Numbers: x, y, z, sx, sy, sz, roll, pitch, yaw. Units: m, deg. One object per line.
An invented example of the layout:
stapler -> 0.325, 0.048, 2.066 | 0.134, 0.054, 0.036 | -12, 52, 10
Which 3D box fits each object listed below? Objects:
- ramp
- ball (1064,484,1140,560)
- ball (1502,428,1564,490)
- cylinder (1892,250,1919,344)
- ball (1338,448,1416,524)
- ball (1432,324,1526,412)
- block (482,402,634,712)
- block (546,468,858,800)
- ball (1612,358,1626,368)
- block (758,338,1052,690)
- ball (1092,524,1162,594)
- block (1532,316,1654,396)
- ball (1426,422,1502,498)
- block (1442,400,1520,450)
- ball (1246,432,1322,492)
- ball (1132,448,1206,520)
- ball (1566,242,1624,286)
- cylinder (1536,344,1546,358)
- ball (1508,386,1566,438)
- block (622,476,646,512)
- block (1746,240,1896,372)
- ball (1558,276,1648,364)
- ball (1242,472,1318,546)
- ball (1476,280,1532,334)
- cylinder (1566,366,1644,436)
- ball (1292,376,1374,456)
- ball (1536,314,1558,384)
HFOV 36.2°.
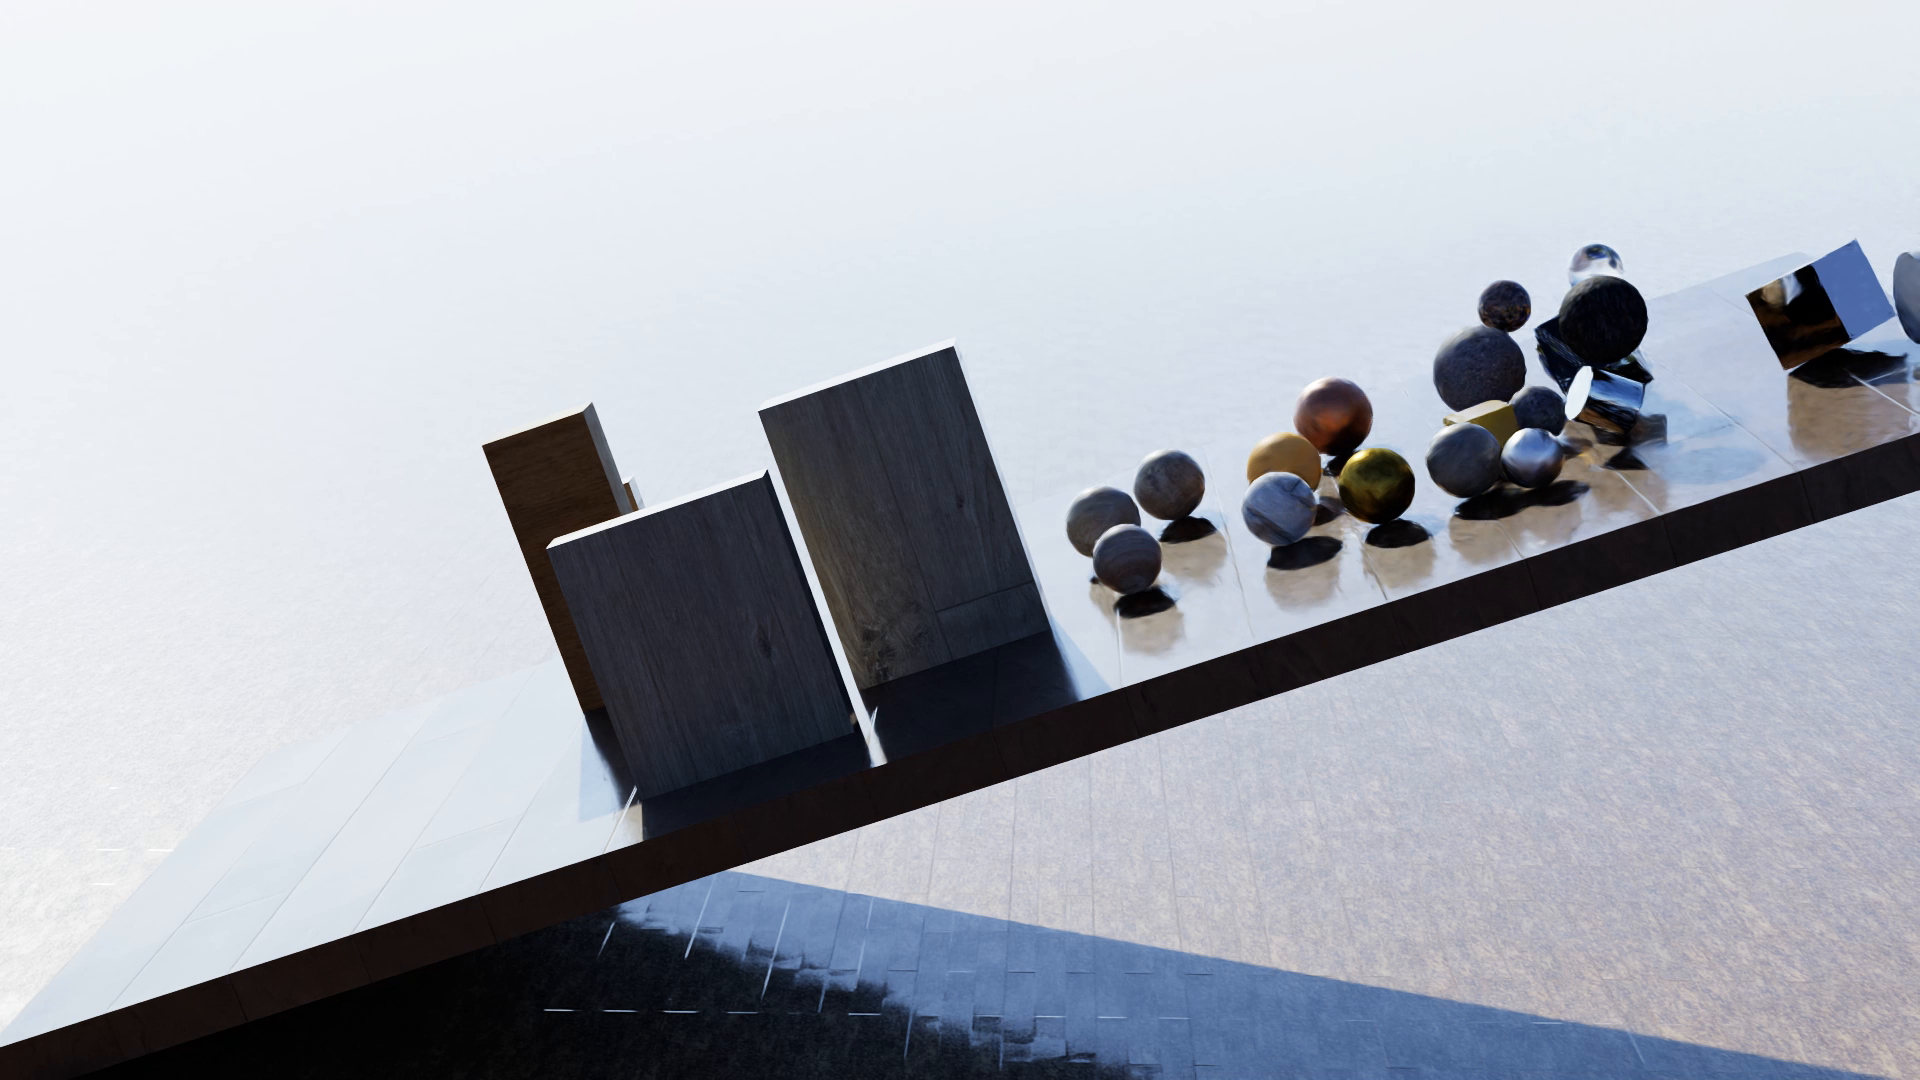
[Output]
ramp -> 0.107, 0.180, 6.305 | 4.000, 0.100, 2.000 | -18, 11, 6
ball -> 0.307, -0.037, 6.330 | 0.164, 0.164, 0.164 | 0, 12, 0
ball -> 1.104, -0.157, 5.668 | 0.119, 0.119, 0.119 | 0, 12, 0
cylinder -> 1.925, -0.483, 5.683 | 0.179, 0.179, 0.179 | -10, 13, -3
ball -> 0.824, -0.107, 5.814 | 0.152, 0.152, 0.152 | 0, 12, 0
ball -> 1.136, -0.369, 6.437 | 0.203, 0.203, 0.203 | 0, 12, 0
block -> -0.842, 0.039, 6.648 | 0.240, 0.648, 0.141 | -18, 11, 6
block -> -0.493, 0.183, 5.657 | 0.438, 0.525, 0.091 | -18, 11, 6
ball -> 1.429, -0.436, 6.509 | 0.111, 0.111, 0.111 | 0, 12, 0
block -> -0.107, -0.052, 5.938 | 0.412, 0.606, 0.122 | -18, 11, 6
ball -> 0.339, 0.039, 5.958 | 0.142, 0.142, 0.142 | 0, 12, 0
block -> 1.308, -0.383, 6.075 | 0.158, 0.158, 0.158 | -30, -31, 19
ball -> 0.991, -0.156, 5.777 | 0.150, 0.150, 0.150 | 0, 12, 0
block -> 1.070, -0.209, 5.997 | 0.114, 0.114, 0.114 | -20, 11, -5
ball -> 0.688, -0.149, 6.238 | 0.160, 0.160, 0.160 | 0, 12, 0
ball -> 0.462, -0.123, 6.495 | 0.161, 0.161, 0.161 | 0, 12, 0
ball -> 1.311, -0.555, 6.069 | 0.116, 0.116, 0.116 | 0, 12, 0
cylinder -> 1.316, -0.415, 6.250 | 0.130, 0.130, 0.130 | 40, 25, 14
ball -> 1.178, -0.255, 6.012 | 0.122, 0.122, 0.122 | 0, 12, 0
block -> -0.838, 0.077, 7.103 | 0.243, 0.404, 0.084 | -18, 11, 6
block -> 1.724, -0.470, 5.892 | 0.172, 0.172, 0.172 | -26, -2, -38
ball -> 1.255, -0.431, 5.738 | 0.172, 0.172, 0.172 | 0, 12, 0
ball -> 0.642, -0.063, 5.914 | 0.151, 0.151, 0.151 | 0, 12, 0
ball -> 1.202, -0.515, 6.492 | 0.120, 0.120, 0.120 | 0, 12, 0
cylinder -> 1.266, -0.273, 5.774 | 0.111, 0.111, 0.111 | 17, 10, -9
ball -> 0.834, -0.277, 6.571 | 0.178, 0.178, 0.178 | 0, 12, 0
ball -> 1.342, -0.416, 6.400 | 0.173, 0.173, 0.173 | 0, 12, 0
